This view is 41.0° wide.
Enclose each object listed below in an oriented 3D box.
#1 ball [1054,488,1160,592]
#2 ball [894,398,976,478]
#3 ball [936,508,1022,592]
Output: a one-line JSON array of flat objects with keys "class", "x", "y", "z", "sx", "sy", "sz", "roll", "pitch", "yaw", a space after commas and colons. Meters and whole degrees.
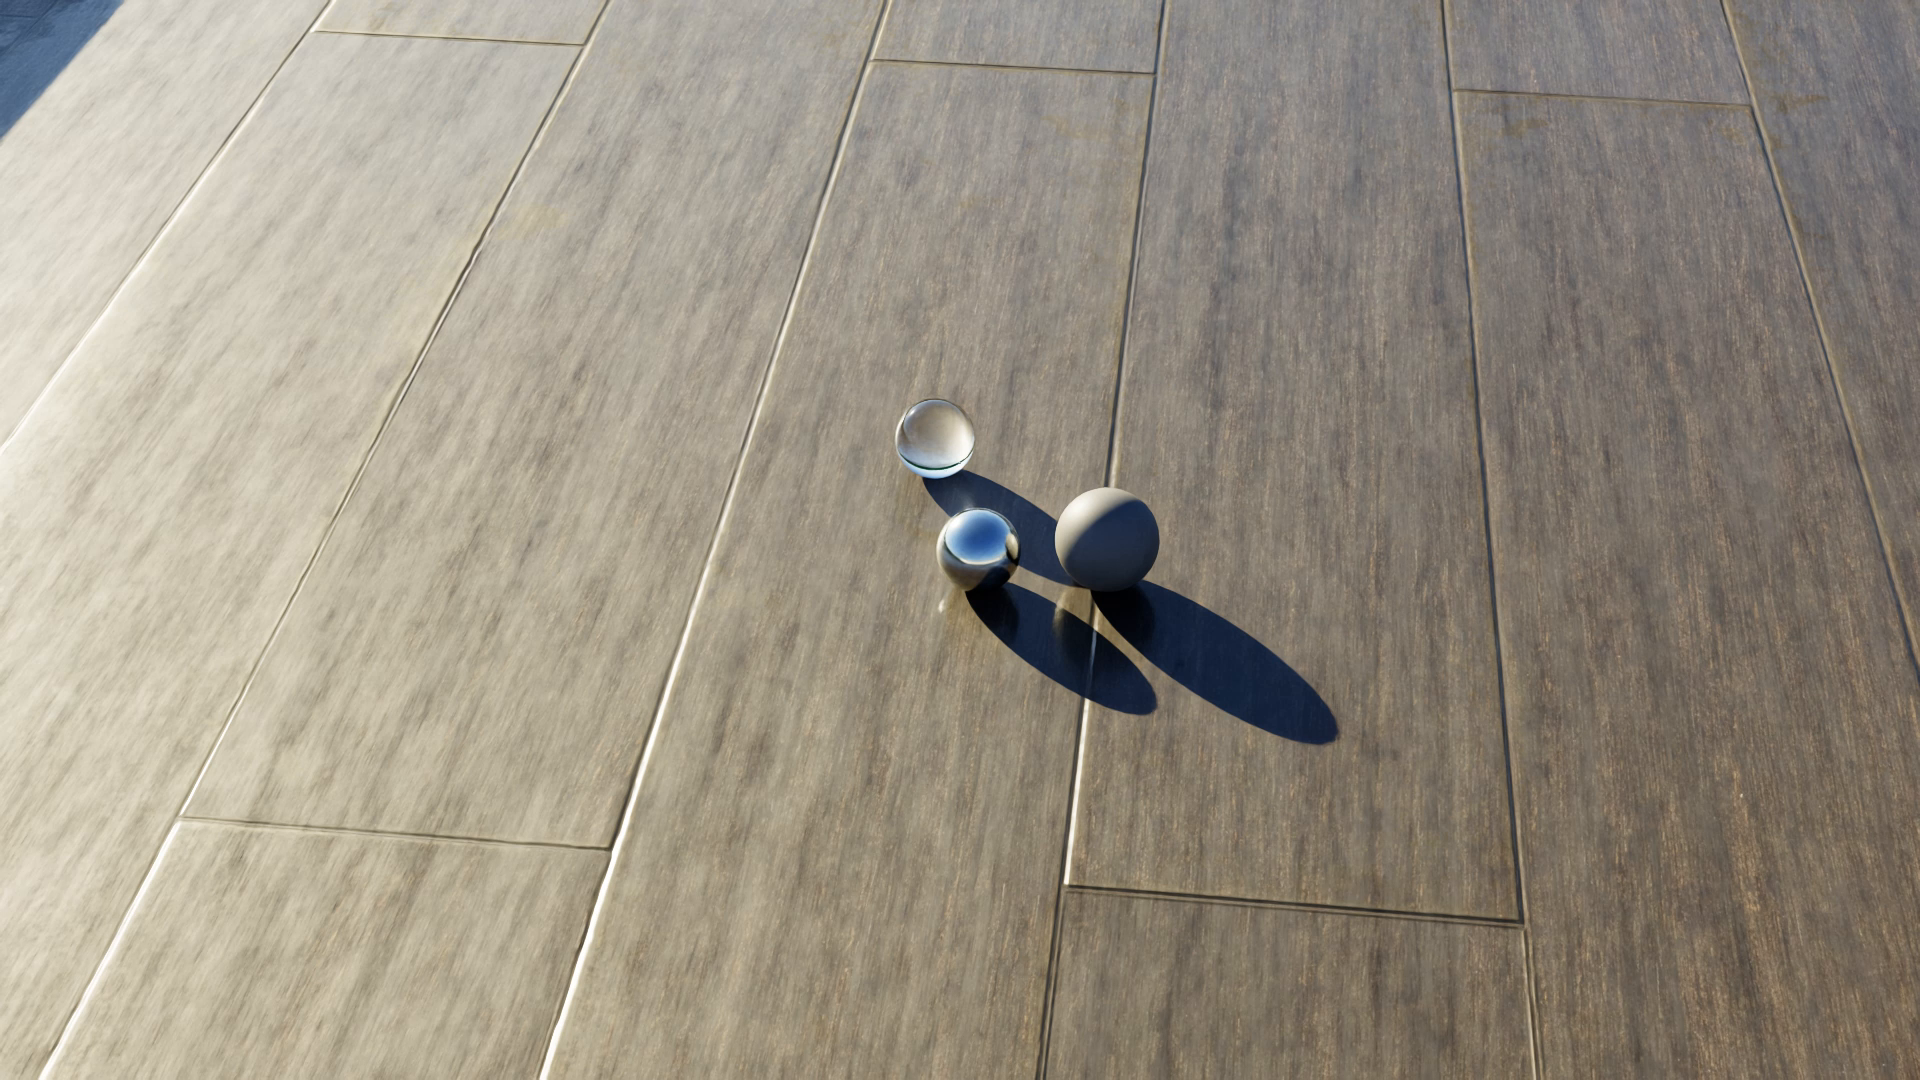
[{"class": "ball", "x": 0.092, "y": 0.000, "z": 1.604, "sx": 0.066, "sy": 0.066, "sz": 0.066, "roll": 0, "pitch": 36, "yaw": 0}, {"class": "ball", "x": -0.017, "y": -0.068, "z": 1.705, "sx": 0.054, "sy": 0.054, "sz": 0.054, "roll": 0, "pitch": 36, "yaw": 0}, {"class": "ball", "x": 0.012, "y": 0.006, "z": 1.605, "sx": 0.054, "sy": 0.054, "sz": 0.054, "roll": 0, "pitch": 36, "yaw": 0}]
